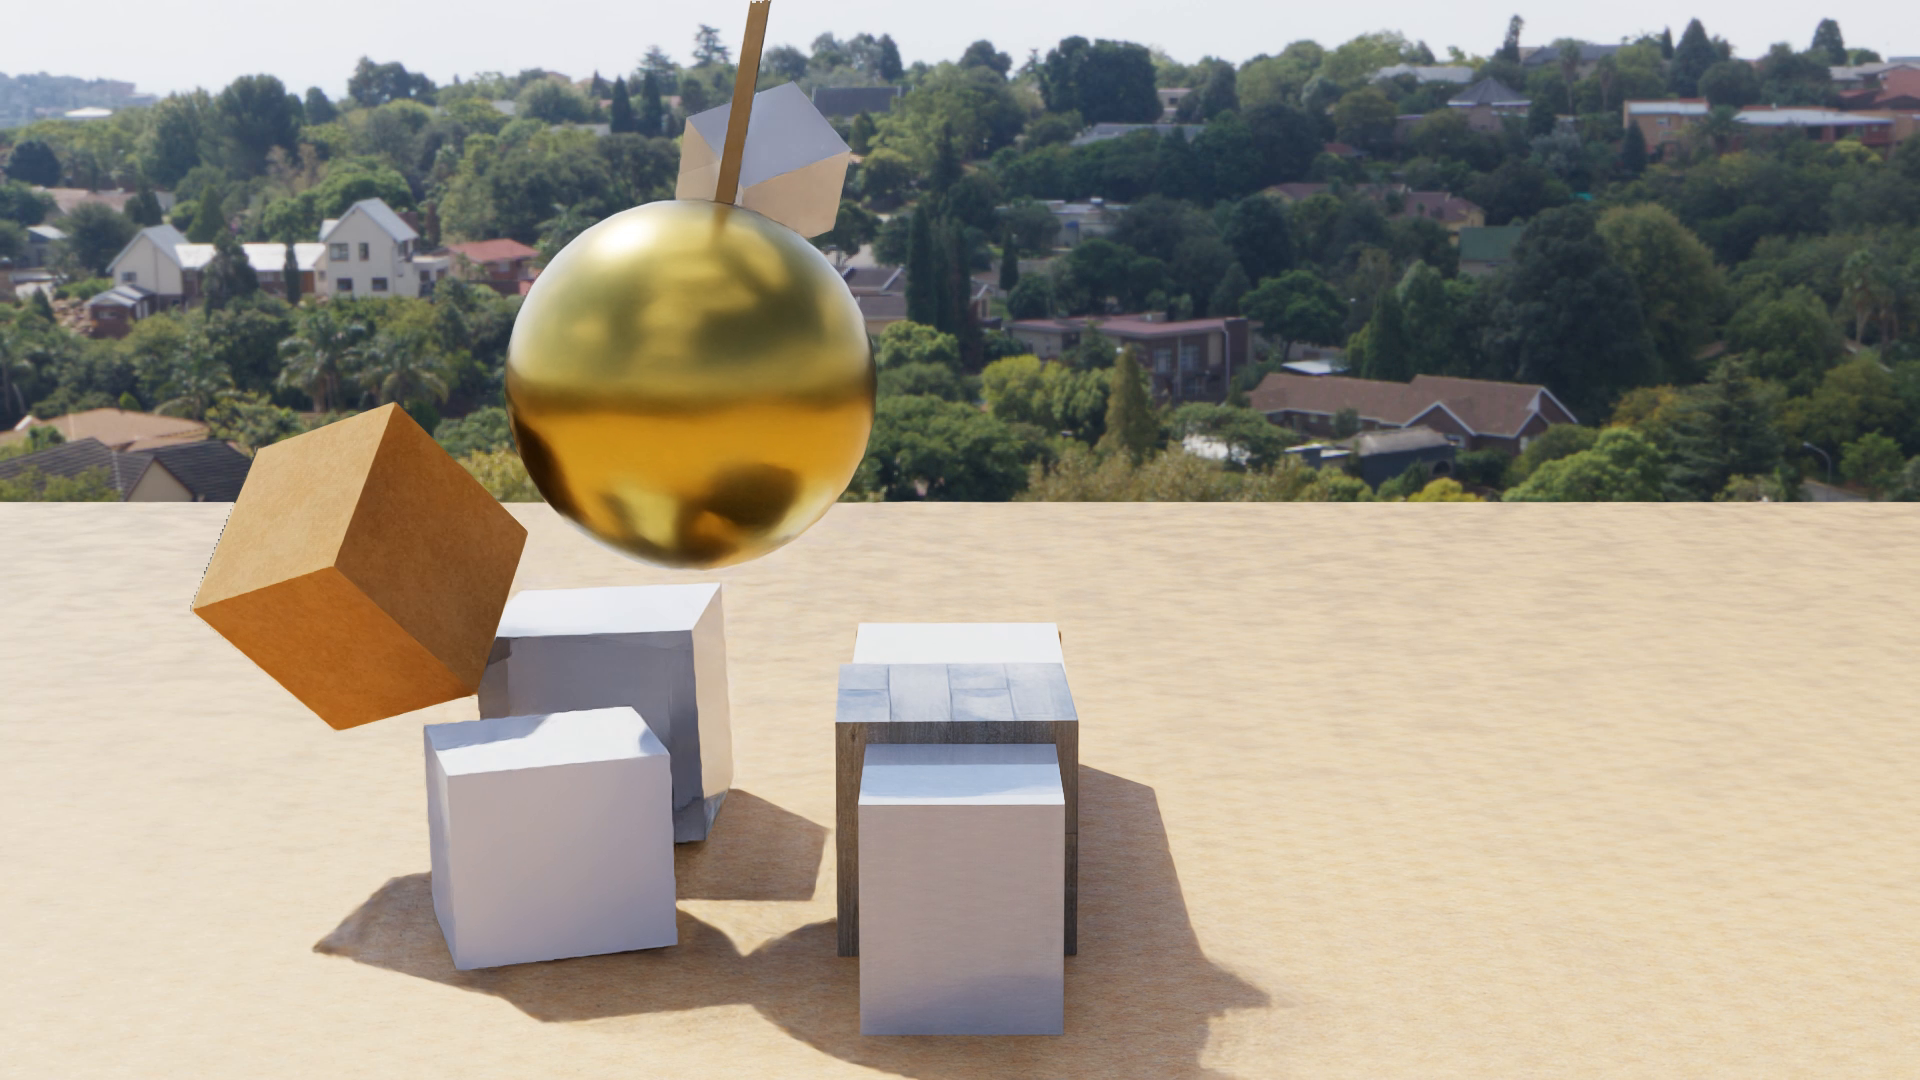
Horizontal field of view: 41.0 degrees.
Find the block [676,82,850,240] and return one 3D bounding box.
[{"bbox_3d":[-0.900,-1.659,11.649,0.570,0.520,0.476,-25,63,-28],"label":"block"}]

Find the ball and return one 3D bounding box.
[{"bbox_3d":[-1.155,-0.666,11.059,1.600,1.600,1.600,0,10,0],"label":"ball"}]

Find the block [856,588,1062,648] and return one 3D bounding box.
[{"bbox_3d":[-0.007,0.778,12.820,0.980,0.883,1.025,0,10,0],"label":"block"}]

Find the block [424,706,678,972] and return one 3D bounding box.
[{"bbox_3d":[-1.703,1.212,10.610,0.885,0.804,0.824,-4,11,-17],"label":"block"}]

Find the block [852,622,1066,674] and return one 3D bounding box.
[{"bbox_3d":[-0.009,0.943,11.792,0.939,0.925,1.043,0,10,0],"label":"block"}]

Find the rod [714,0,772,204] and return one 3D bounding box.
[{"bbox_3d":[-0.501,-3.948,10.462,0.080,5.200,0.080,11,10,-2],"label":"rod"}]

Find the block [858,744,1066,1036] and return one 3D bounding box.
[{"bbox_3d":[0.005,1.320,9.836,0.752,0.884,0.859,0,10,0],"label":"block"}]

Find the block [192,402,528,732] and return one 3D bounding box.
[{"bbox_3d":[-2.651,0.132,11.447,0.833,0.951,0.931,-15,45,28],"label":"block"}]

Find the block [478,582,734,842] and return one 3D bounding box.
[{"bbox_3d":[-1.664,0.814,12.194,0.996,0.990,1.082,-2,10,2],"label":"block"}]

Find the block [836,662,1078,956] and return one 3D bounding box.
[{"bbox_3d":[-0.025,1.107,10.758,0.966,0.974,1.015,0,10,-2],"label":"block"}]
